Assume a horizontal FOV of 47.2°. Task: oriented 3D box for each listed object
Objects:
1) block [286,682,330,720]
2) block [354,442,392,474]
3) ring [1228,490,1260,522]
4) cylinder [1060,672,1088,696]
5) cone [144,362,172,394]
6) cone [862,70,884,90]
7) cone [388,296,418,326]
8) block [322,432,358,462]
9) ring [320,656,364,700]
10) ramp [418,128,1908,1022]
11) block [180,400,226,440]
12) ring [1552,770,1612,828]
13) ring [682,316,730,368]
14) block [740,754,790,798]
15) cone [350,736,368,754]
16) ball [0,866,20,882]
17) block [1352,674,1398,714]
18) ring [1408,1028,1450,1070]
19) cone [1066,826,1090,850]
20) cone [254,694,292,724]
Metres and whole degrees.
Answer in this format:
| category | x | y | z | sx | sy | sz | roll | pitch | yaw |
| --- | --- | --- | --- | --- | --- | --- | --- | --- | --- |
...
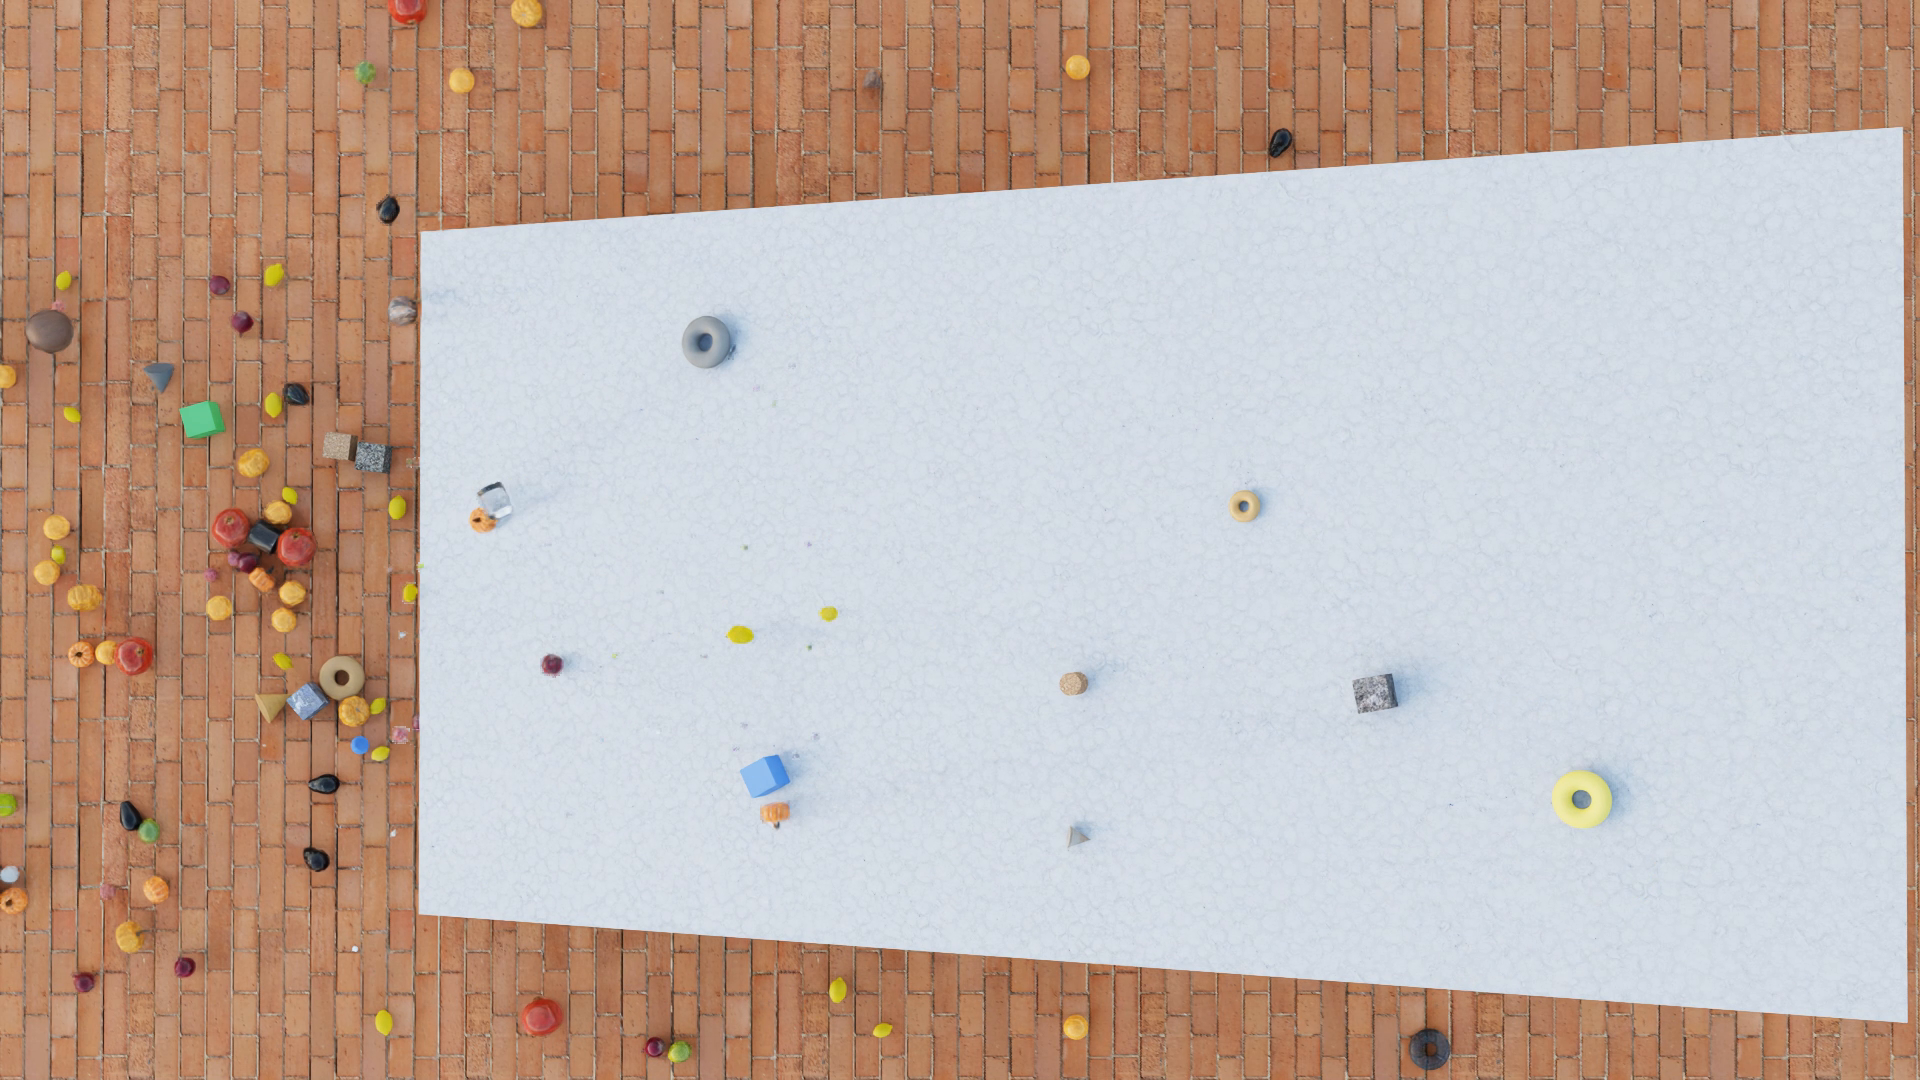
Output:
| category | x | y | z | sx | sy | sz | roll | pitch | yaw |
| --- | --- | --- | --- | --- | --- | --- | --- | --- | --- |
| block | -1.924 | 0.476 | 6.495 | 0.078 | 0.078 | 0.078 | -40 | 89 | 0 |
| block | -1.733 | -0.243 | 6.501 | 0.082 | 0.082 | 0.082 | 7 | 89 | 0 |
| ring | 0.709 | -0.084 | 5.481 | 0.081 | 0.027 | 0.081 | -1 | 88 | 23 |
| cylinder | 0.292 | 0.368 | 5.631 | 0.059 | 0.059 | 0.059 | 0 | 89 | 23 |
| cone | -2.375 | -0.472 | 6.527 | 0.083 | 0.083 | 0.083 | 3 | 116 | 0 |
| cone | -0.249 | -1.356 | 6.543 | 0.058 | 0.058 | 0.058 | 30 | 89 | -26 |
| cone | -1.623 | -0.676 | 6.479 | 0.092 | 0.092 | 0.092 | -4 | 97 | -36 |
| block | -1.833 | -0.277 | 6.505 | 0.076 | 0.076 | 0.076 | 7 | 89 | 0 |
| ring | -1.830 | 0.408 | 6.513 | 0.134 | 0.045 | 0.134 | 0 | 90 | -1 |
| ramp | 0.283 | 0.086 | 5.724 | 4.000 | 0.100 | 2.000 | 0 | 89 | 23 |
| block | -2.239 | -0.354 | 6.500 | 0.087 | 0.087 | 0.087 | -17 | 89 | 0 |
| ring | 1.457 | 0.608 | 5.151 | 0.138 | 0.046 | 0.138 | 1 | 93 | 25 |
| ring | -0.700 | -0.545 | 6.061 | 0.146 | 0.049 | 0.146 | -1 | 87 | 23 |
| block | -0.528 | 0.640 | 5.955 | 0.084 | 0.084 | 0.084 | -30 | 78 | 20 |
| cone | -1.782 | 0.609 | 6.505 | 0.054 | 0.054 | 0.054 | 0 | 89 | 0 |
| ball | -2.809 | 0.988 | 6.502 | 0.051 | 0.051 | 0.051 | 0 | 89 | 0 |
| block | 1.005 | 0.371 | 5.322 | 0.082 | 0.082 | 0.082 | -12 | 85 | 22 |
| ring | 1.388 | 1.506 | 6.501 | 0.123 | 0.041 | 0.123 | 0 | 90 | -1 |
| cone | 0.307 | 0.765 | 5.638 | 0.058 | 0.058 | 0.058 | 3 | 89 | -13 |
| cone | -2.019 | 0.477 | 6.512 | 0.098 | 0.098 | 0.098 | -27 | 89 | -27 |
